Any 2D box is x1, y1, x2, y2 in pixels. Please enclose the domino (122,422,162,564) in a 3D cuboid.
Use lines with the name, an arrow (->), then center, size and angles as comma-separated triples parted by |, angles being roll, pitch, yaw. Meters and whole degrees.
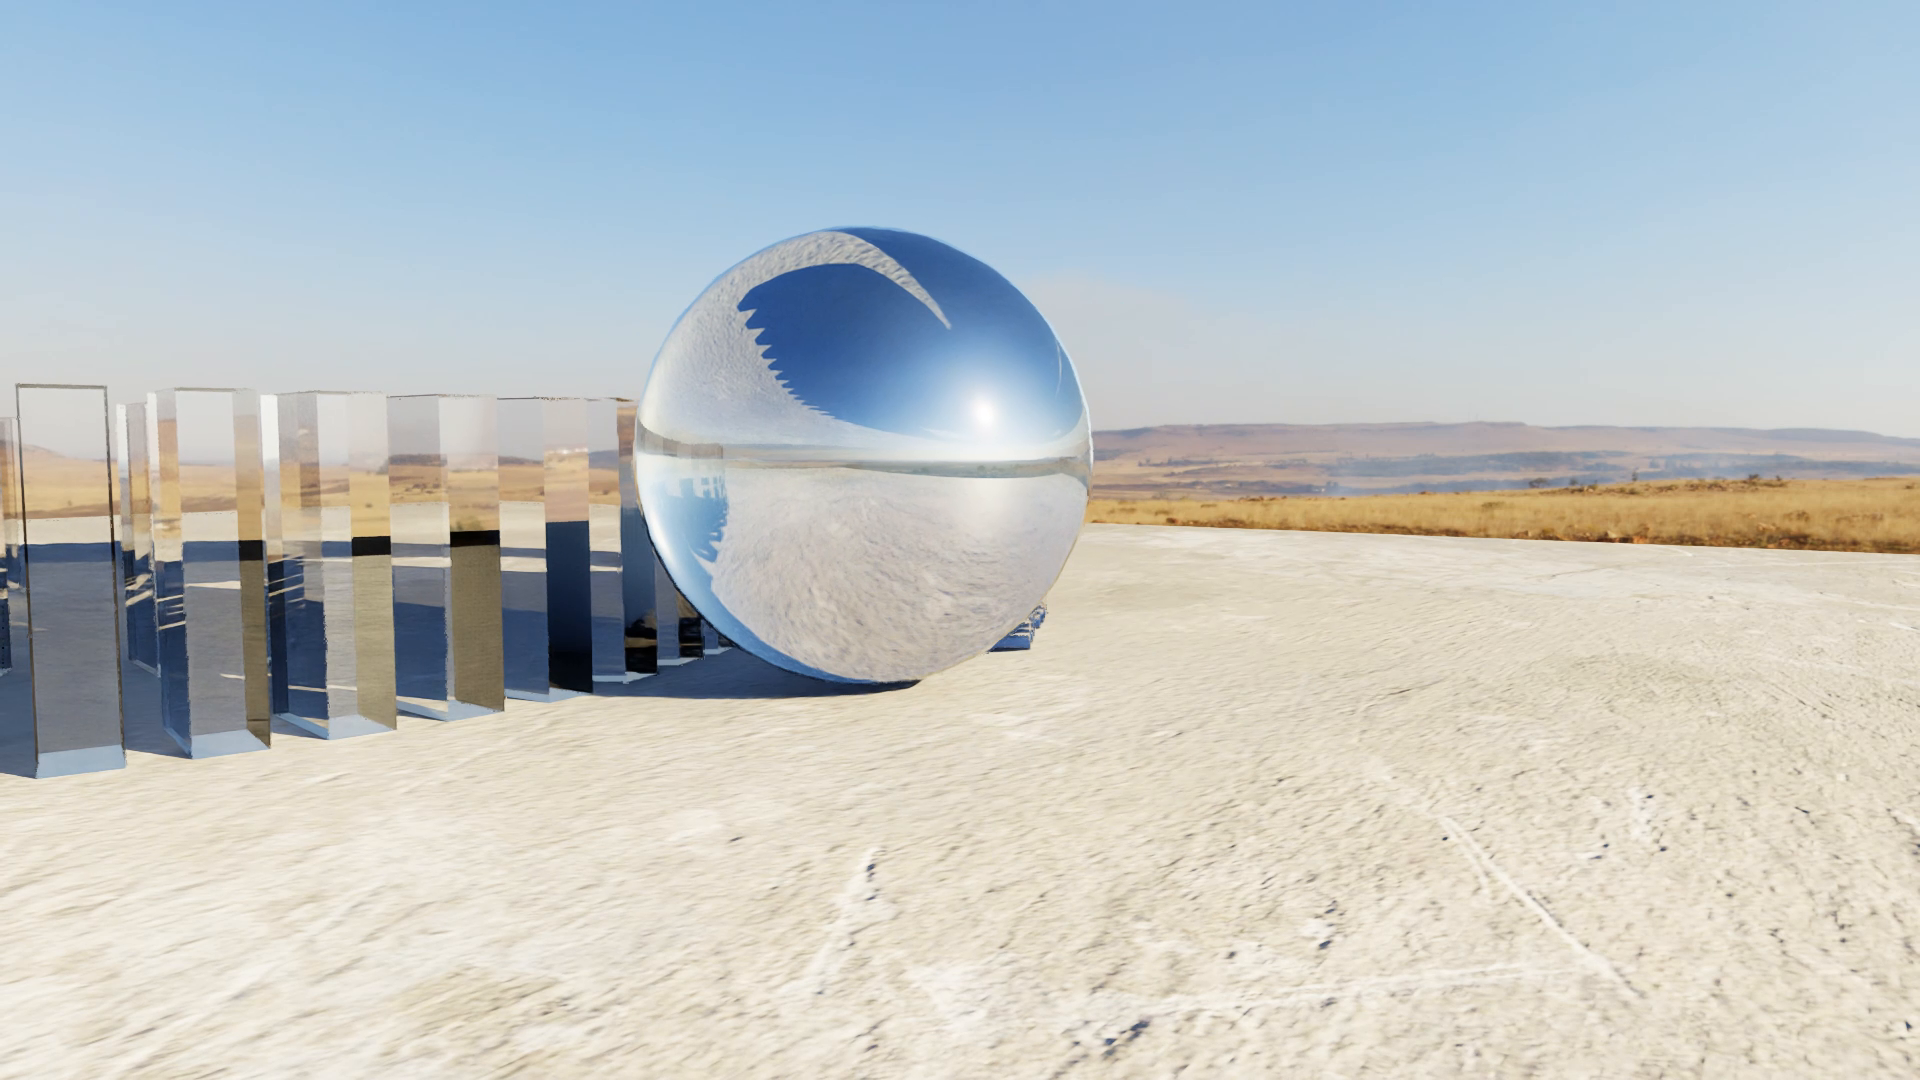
domino -> -0.296, -0.017, 0.464 | 0.010, 0.050, 0.025 | -3, 5, -34

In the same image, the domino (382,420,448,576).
domino -> -0.179, -0.014, 0.422 | 0.009, 0.050, 0.025 | 0, 4, 0

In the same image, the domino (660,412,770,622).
domino -> -0.059, -0.006, 0.313 | 0.025, 0.050, 0.009 | 0, 4, -6

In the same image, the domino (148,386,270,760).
domino -> -0.108, 0.004, 0.184 | 0.009, 0.050, 0.025 | -4, 6, -39

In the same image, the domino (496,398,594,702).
domino -> -0.076, 0.001, 0.219 | 0.025, 0.050, 0.010 | 3, 5, 30

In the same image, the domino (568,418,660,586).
domino -> -0.106, -0.012, 0.394 | 0.009, 0.050, 0.025 | 4, 6, 40

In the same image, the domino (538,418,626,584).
domino -> -0.119, -0.013, 0.403 | 0.009, 0.050, 0.025 | 3, 5, 35

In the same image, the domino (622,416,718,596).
domino -> -0.084, -0.010, 0.371 | 0.025, 0.050, 0.010 | -3, 5, -39

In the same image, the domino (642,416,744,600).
domino -> -0.074, -0.009, 0.358 | 0.025, 0.050, 0.009 | -3, 5, -32

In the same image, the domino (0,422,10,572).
domino -> -0.330, -0.015, 0.430 | 0.025, 0.050, 0.010 | 3, 5, 37

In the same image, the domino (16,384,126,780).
domino -> -0.121, 0.004, 0.174 | 0.009, 0.050, 0.025 | -3, 5, -35

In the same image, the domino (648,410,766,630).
domino -> -0.058, -0.005, 0.297 | 0.025, 0.050, 0.009 | 0, 4, -1

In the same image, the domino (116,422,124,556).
domino -> -0.255, -0.012, 0.400 | 0.009, 0.050, 0.025 | -3, 6, -39

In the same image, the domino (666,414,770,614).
domino -> -0.062, -0.007, 0.328 | 0.025, 0.050, 0.010 | -1, 4, -13

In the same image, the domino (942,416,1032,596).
domino -> 0.008, -0.010, 0.363 | 0.025, 0.050, 0.010 | 0, -16, 3

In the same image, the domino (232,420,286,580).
domino -> -0.226, -0.014, 0.415 | 0.010, 0.050, 0.025 | -1, 5, -18

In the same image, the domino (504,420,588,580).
domino -> -0.132, -0.013, 0.412 | 0.010, 0.050, 0.025 | 2, 5, 28

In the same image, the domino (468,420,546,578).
domino -> -0.147, -0.014, 0.418 | 0.010, 0.050, 0.025 | 1, 4, 17

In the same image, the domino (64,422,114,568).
domino -> -0.308, -0.017, 0.454 | 0.010, 0.050, 0.025 | -4, 6, -41

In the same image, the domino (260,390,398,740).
domino -> -0.096, 0.003, 0.194 | 0.009, 0.050, 0.025 | -4, 6, -45

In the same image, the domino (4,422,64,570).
domino -> -0.320, -0.016, 0.443 | 0.025, 0.050, 0.010 | 4, 6, 42

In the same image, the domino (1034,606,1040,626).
domino -> 0.006, -0.005, 0.302 | 0.025, 0.050, 0.009 | 0, -16, 4

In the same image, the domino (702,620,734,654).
domino -> -0.061, -0.002, 0.265 | 0.025, 0.050, 0.009 | 1, 4, 9

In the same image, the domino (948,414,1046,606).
domino -> 0.010, -0.008, 0.342 | 0.025, 0.050, 0.009 | 0, -16, 4

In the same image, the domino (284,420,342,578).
domino -> -0.211, -0.014, 0.419 | 0.009, 0.050, 0.025 | -1, 4, -12

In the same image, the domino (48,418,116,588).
domino -> -0.266, -0.012, 0.389 | 0.025, 0.050, 0.009 | 4, 6, 42

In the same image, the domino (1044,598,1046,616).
domino -> 0.009, -0.007, 0.322 | 0.025, 0.050, 0.009 | 0, -16, 4

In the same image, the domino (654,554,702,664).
domino -> -0.065, -0.001, 0.249 | 0.025, 0.050, 0.009 | -1, 4, 15

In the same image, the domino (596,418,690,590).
domino -> -0.094, -0.011, 0.383 | 0.025, 0.050, 0.009 | -4, 6, -44

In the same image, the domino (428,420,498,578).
domino -> -0.163, -0.014, 0.421 | 0.009, 0.050, 0.025 | 1, 4, 7

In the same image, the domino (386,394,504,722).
domino -> -0.085, 0.002, 0.206 | 0.025, 0.050, 0.009 | 3, 6, 39

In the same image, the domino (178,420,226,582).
domino -> -0.241, -0.013, 0.409 | 0.010, 0.050, 0.025 | -2, 5, -27

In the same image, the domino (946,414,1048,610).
domino -> 0.010, -0.007, 0.332 | 0.025, 0.050, 0.010 | 0, -16, 4

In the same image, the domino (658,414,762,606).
domino -> -0.067, -0.008, 0.344 | 0.025, 0.050, 0.010 | -2, 5, -23

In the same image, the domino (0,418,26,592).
domino -> -0.276, -0.011, 0.376 | 0.025, 0.050, 0.010 | 3, 5, 35

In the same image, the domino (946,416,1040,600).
domino -> 0.009, -0.009, 0.352 | 0.025, 0.050, 0.009 | 0, -16, 4

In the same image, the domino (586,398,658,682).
domino -> -0.069, 0.000, 0.234 | 0.025, 0.050, 0.010 | 1, 4, 22

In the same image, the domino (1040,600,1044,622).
domino -> 0.008, -0.006, 0.312 | 0.025, 0.050, 0.009 | 0, -16, 4

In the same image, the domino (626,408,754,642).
domino -> -0.059, -0.003, 0.281 | 0.025, 0.050, 0.010 | 0, 4, 4

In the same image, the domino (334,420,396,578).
domino -> -0.195, -0.014, 0.421 | 0.010, 0.050, 0.025 | 0, 4, -6
